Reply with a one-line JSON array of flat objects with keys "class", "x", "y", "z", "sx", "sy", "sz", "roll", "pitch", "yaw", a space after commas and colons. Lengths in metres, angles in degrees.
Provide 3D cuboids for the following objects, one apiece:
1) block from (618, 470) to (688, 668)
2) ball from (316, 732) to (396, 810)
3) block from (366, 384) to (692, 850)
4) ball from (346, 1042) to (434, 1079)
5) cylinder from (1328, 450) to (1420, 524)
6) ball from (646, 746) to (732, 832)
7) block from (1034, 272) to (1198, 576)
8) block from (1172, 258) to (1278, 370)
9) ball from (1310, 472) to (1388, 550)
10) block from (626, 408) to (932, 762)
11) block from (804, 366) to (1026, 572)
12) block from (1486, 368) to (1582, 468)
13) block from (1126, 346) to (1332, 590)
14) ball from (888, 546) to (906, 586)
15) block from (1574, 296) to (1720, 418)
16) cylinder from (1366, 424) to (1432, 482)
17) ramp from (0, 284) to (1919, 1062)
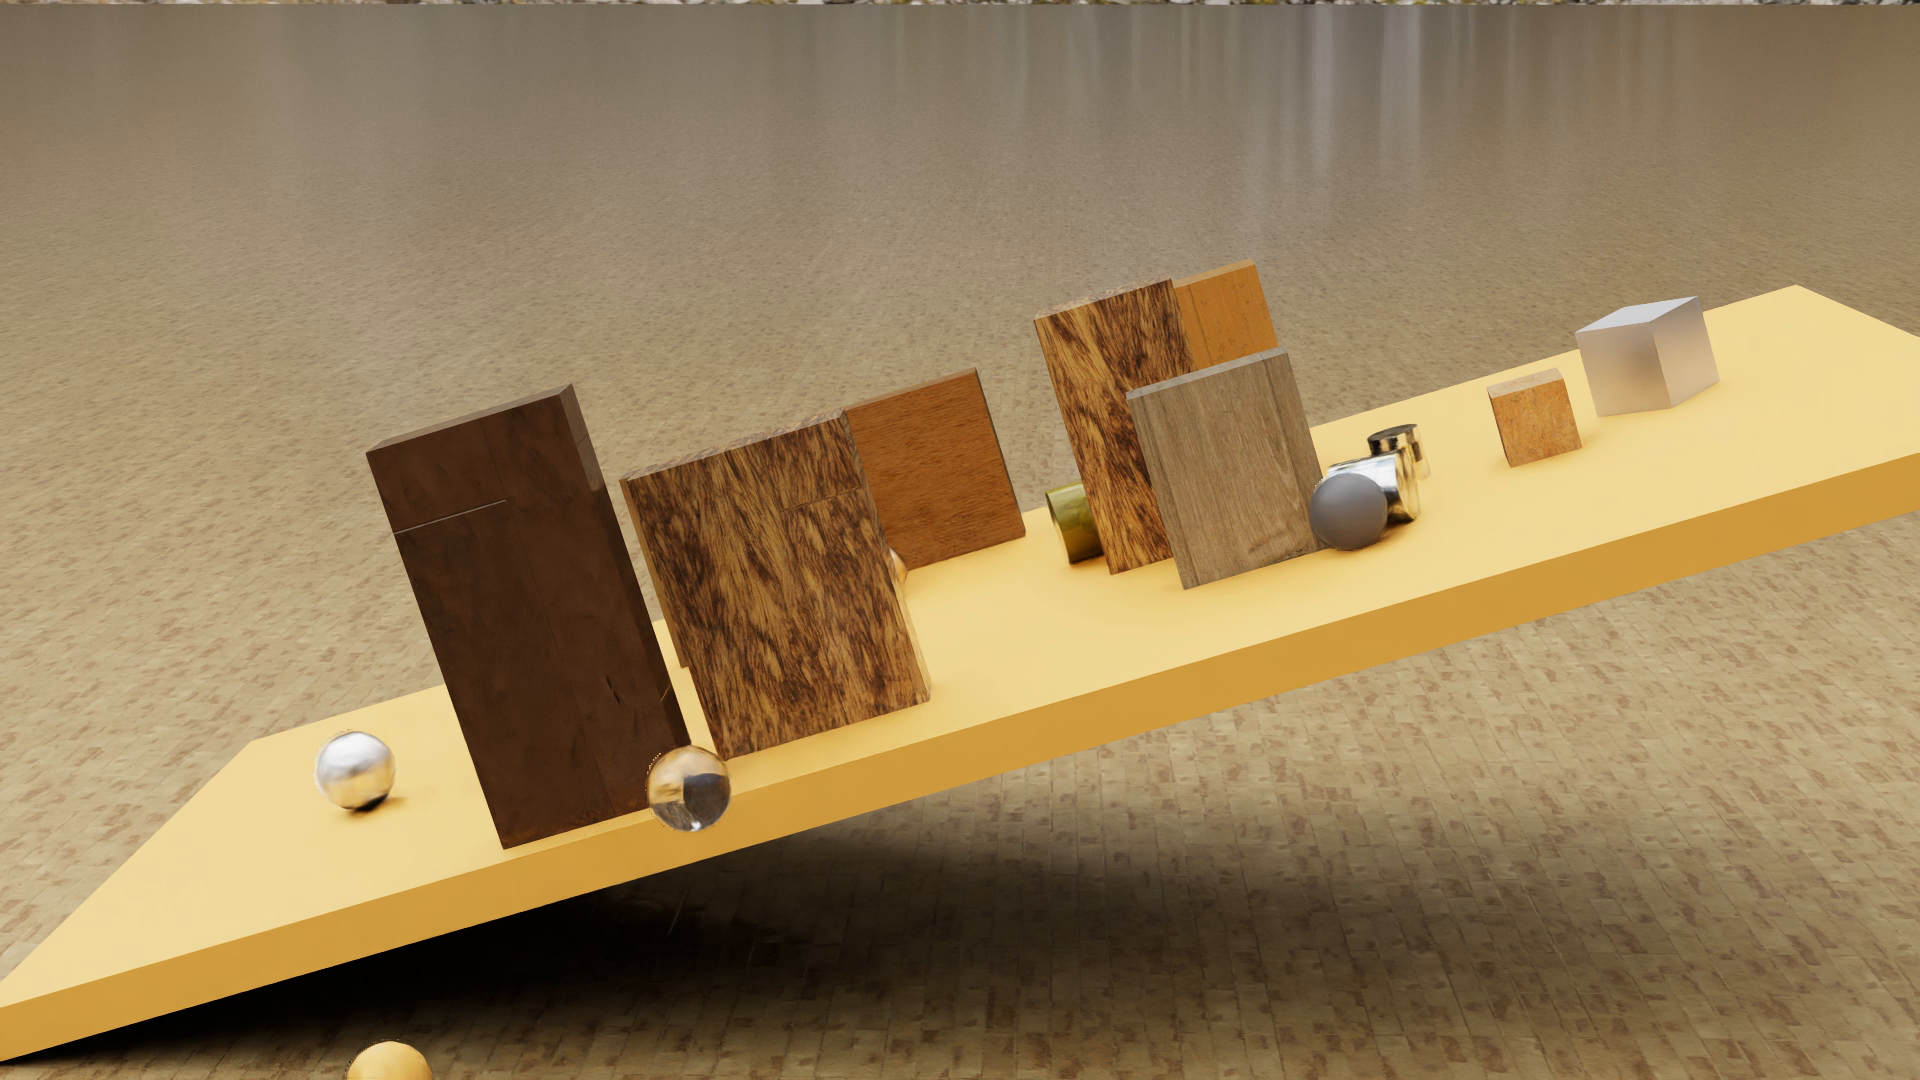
[{"class": "block", "x": -0.510, "y": 0.015, "z": 6.664, "sx": 0.394, "sy": 0.453, "sz": 0.089, "roll": -16, "pitch": 10, "yaw": 5}, {"class": "ball", "x": -1.277, "y": 0.488, "z": 6.222, "sx": 0.167, "sy": 0.167, "sz": 0.167, "roll": 0, "pitch": 11, "yaw": 0}, {"class": "block", "x": -0.788, "y": 0.144, "z": 5.482, "sx": 0.374, "sy": 0.786, "sz": 0.144, "roll": -16, "pitch": 10, "yaw": 5}, {"class": "ball", "x": -1.012, "y": 0.968, "z": 5.218, "sx": 0.154, "sy": 0.154, "sz": 0.154, "roll": 0, "pitch": 11, "yaw": 0}, {"class": "cylinder", "x": 0.831, "y": -0.098, "z": 5.906, "sx": 0.143, "sy": 0.143, "sz": 0.143, "roll": -13, "pitch": 5, "yaw": 25}, {"class": "ball", "x": -0.488, "y": 0.449, "z": 5.306, "sx": 0.154, "sy": 0.154, "sz": 0.154, "roll": 0, "pitch": 11, "yaw": 0}, {"class": "block", "x": 0.382, "y": -0.248, "z": 6.251, "sx": 0.300, "sy": 0.568, "sz": 0.147, "roll": -16, "pitch": 10, "yaw": 5}, {"class": "block", "x": 0.609, "y": -0.363, "z": 6.712, "sx": 0.264, "sy": 0.491, "sz": 0.146, "roll": -16, "pitch": 10, "yaw": 5}, {"class": "ball", "x": 0.764, "y": -0.057, "z": 5.772, "sx": 0.152, "sy": 0.152, "sz": 0.152, "roll": 0, "pitch": 11, "yaw": 0}, {"class": "block", "x": -0.342, "y": 0.086, "z": 5.653, "sx": 0.423, "sy": 0.573, "sz": 0.129, "roll": -16, "pitch": 10, "yaw": 5}, {"class": "block", "x": -0.107, "y": -0.150, "z": 6.999, "sx": 0.426, "sy": 0.410, "sz": 0.094, "roll": -16, "pitch": 10, "yaw": 5}, {"class": "block", "x": 1.195, "y": -0.256, "z": 6.123, "sx": 0.151, "sy": 0.151, "sz": 0.151, "roll": -16, "pitch": 10, "yaw": 9}, {"class": "block", "x": 0.548, "y": -0.145, "z": 5.895, "sx": 0.329, "sy": 0.401, "sz": 0.114, "roll": -16, "pitch": 10, "yaw": 5}, {"class": "ball", "x": -0.184, "y": 0.074, "z": 6.740, "sx": 0.124, "sy": 0.124, "sz": 0.124, "roll": 0, "pitch": 11, "yaw": 0}, {"class": "block", "x": 1.468, "y": -0.391, "z": 6.278, "sx": 0.191, "sy": 0.191, "sz": 0.191, "roll": -26, "pitch": 13, "yaw": -40}, {"class": "cylinder", "x": 0.933, "y": -0.177, "z": 6.255, "sx": 0.111, "sy": 0.111, "sz": 0.111, "roll": -17, "pitch": 10, "yaw": 3}, {"class": "ramp", "x": 0.095, "y": 0.185, "z": 6.316, "sx": 4.000, "sy": 0.100, "sz": 2.000, "roll": -16, "pitch": 10, "yaw": 5}]
